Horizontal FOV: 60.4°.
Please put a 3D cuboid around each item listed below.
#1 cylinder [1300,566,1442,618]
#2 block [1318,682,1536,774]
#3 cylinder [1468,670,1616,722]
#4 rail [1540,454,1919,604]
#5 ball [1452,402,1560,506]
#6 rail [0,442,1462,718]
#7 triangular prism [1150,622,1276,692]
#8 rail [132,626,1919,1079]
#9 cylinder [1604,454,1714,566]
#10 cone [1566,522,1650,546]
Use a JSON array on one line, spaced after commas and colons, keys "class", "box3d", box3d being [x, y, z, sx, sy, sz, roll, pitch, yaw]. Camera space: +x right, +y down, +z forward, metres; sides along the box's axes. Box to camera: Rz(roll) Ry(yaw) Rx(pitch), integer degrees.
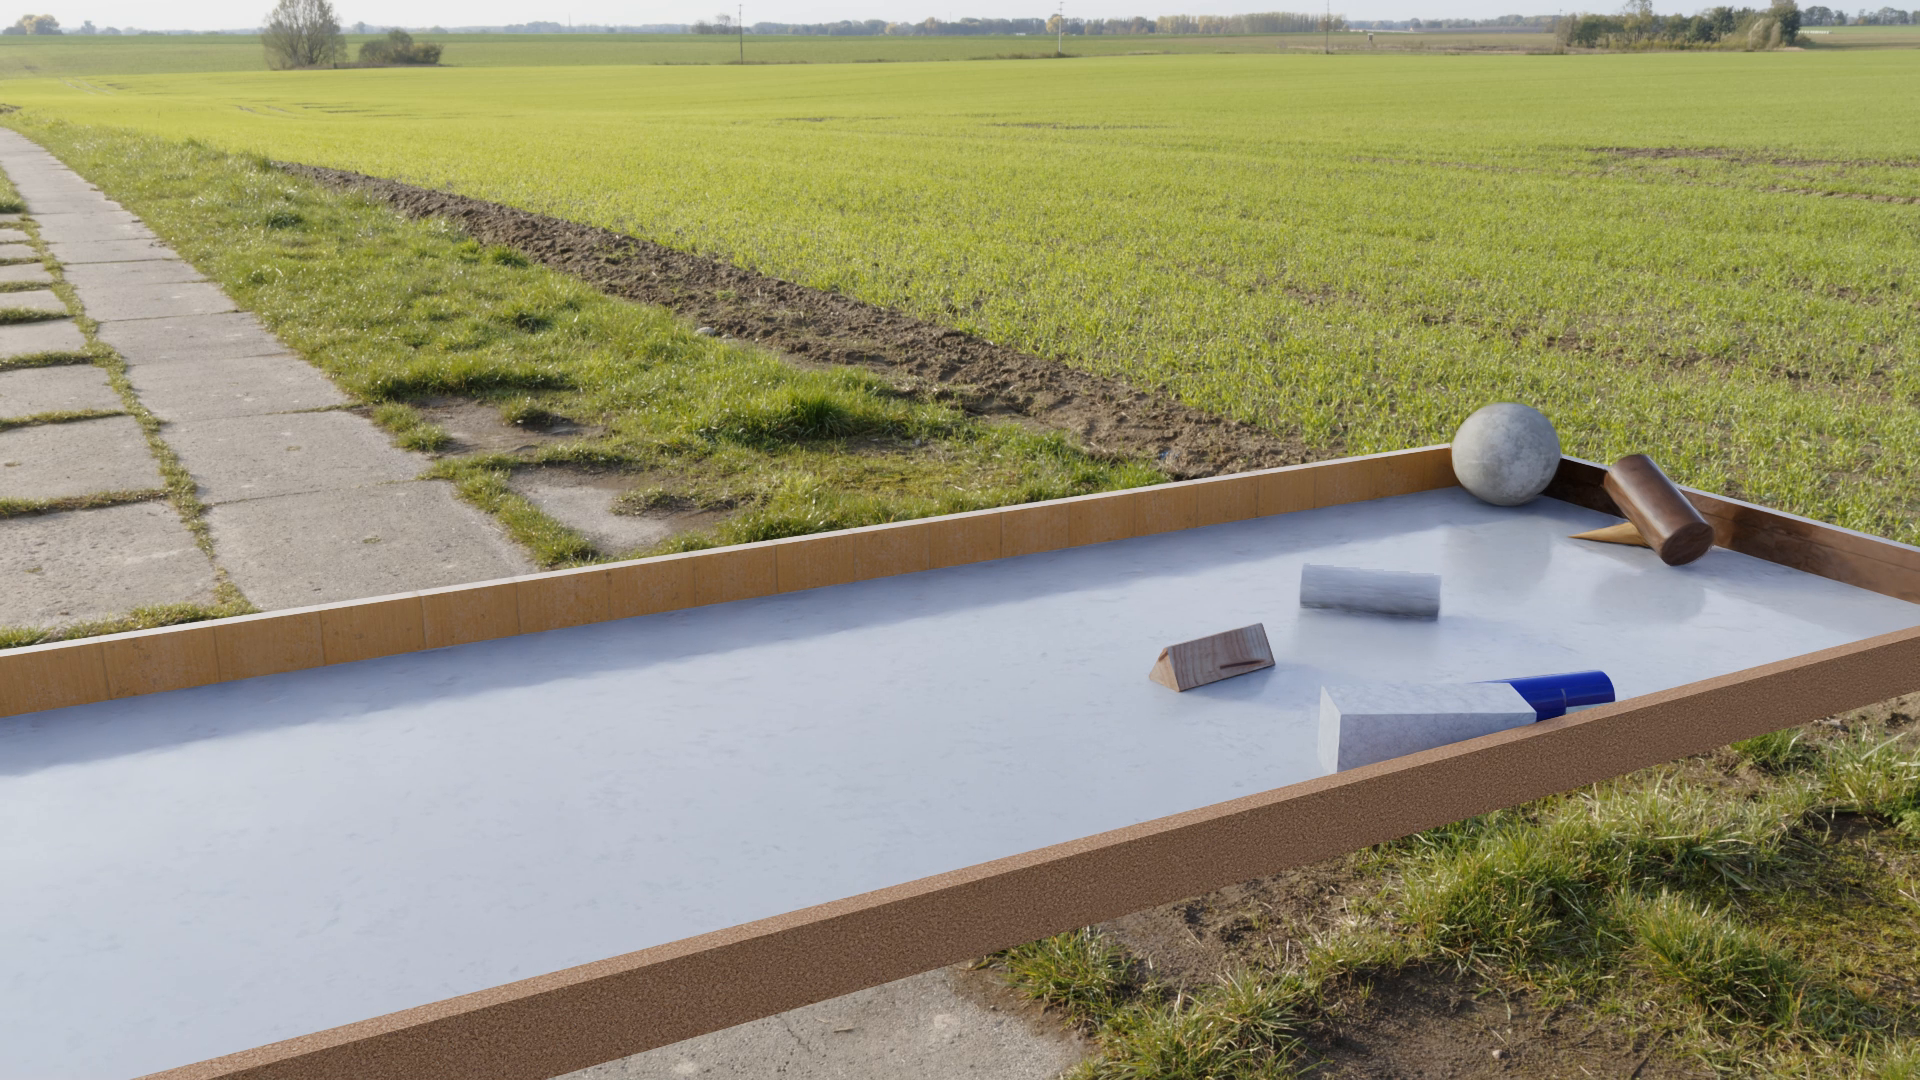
[{"class": "cylinder", "box3d": [1.158, 0.145, 4.657, 0.380, 0.116, 0.116, 5, 17, 15]}, {"class": "block", "box3d": [1.012, 0.426, 3.600, 0.418, 0.173, 0.173, 0, 16, -1]}, {"class": "cylinder", "box3d": [1.305, 0.381, 3.843, 0.425, 0.121, 0.121, -4, 17, -14]}, {"class": "rail", "box3d": [2.466, -0.048, 5.253, 0.050, 0.150, 2.100, -9, 18, -27]}, {"class": "ball", "box3d": [1.897, -0.301, 5.740, 0.360, 0.360, 0.360, 0, 16, 0]}, {"class": "rail", "box3d": [-3.305, 0.497, 3.399, 12.000, 0.150, 0.050, -9, 18, -27]}, {"class": "triangular prism", "box3d": [0.644, 0.287, 4.191, 0.329, 0.100, 0.115, -11, 20, -33]}, {"class": "rail", "box3d": [-2.336, 1.006, 1.665, 12.000, 0.150, 0.050, -9, 18, -27]}, {"class": "cylinder", "box3d": [2.179, -0.097, 5.156, 0.171, 0.171, 0.349, -4, 41, -13]}, {"class": "cone", "box3d": [2.151, -0.022, 5.305, 0.384, 0.142, 0.142, -4, 13, 25]}]
